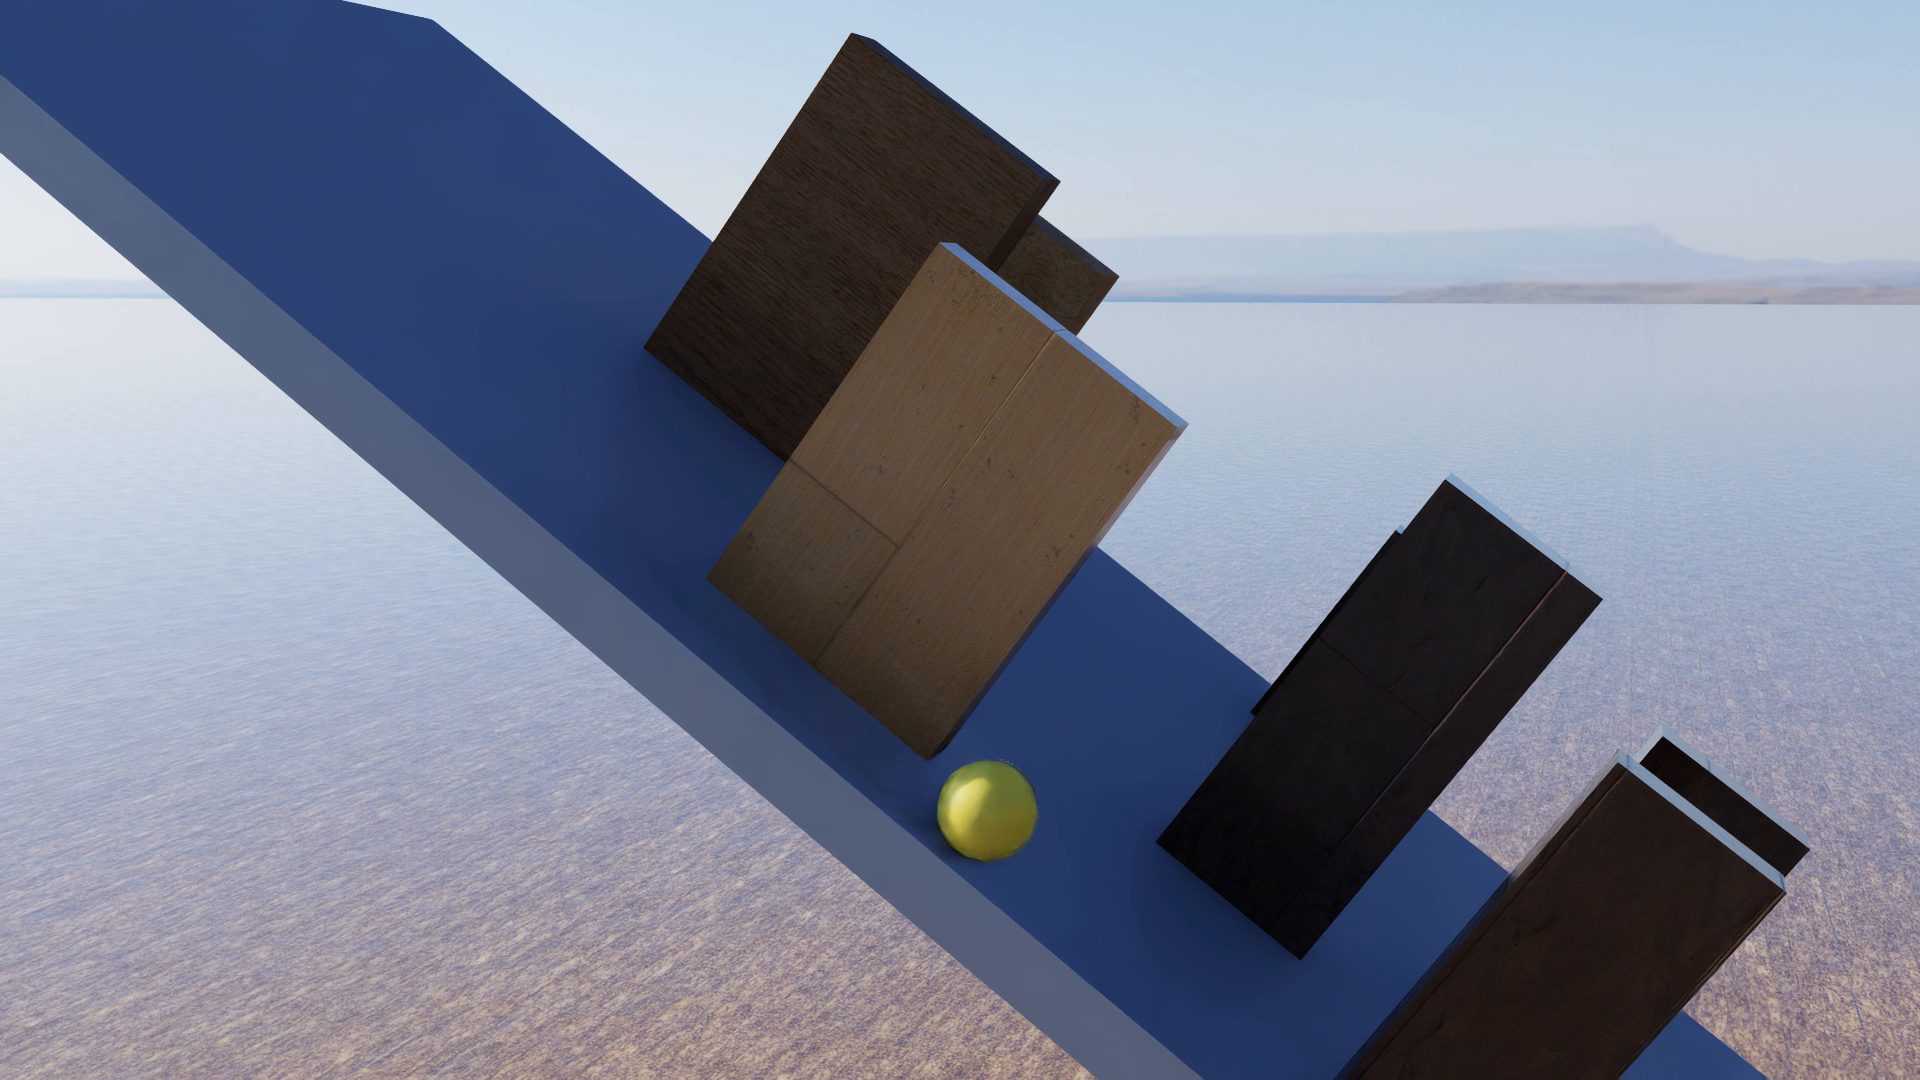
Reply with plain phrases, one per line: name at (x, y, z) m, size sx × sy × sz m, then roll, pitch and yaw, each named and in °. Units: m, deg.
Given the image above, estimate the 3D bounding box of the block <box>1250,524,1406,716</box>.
block at (0.865, 0.246, 4.574) m, size 0.264 × 0.492 × 0.098 m, roll 39°, pitch 16°, yaw 9°

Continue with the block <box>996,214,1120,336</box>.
block at (0.018, -0.396, 4.485) m, size 0.311 × 0.579 × 0.143 m, roll 39°, pitch 16°, yaw 9°

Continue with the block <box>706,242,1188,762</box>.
block at (-0.028, -0.055, 3.300) m, size 0.444 × 0.635 × 0.084 m, roll 39°, pitch 16°, yaw 9°

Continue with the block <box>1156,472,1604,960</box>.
block at (0.670, 0.287, 3.547) m, size 0.300 × 0.761 × 0.119 m, roll 39°, pitch 16°, yaw 9°

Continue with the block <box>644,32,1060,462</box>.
block at (-0.207, -0.510, 4.093) m, size 0.447 × 0.711 × 0.127 m, roll 39°, pitch 16°, yaw 9°

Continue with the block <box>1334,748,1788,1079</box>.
block at (0.808, 0.630, 3.038) m, size 0.271 × 0.657 × 0.092 m, roll 39°, pitch 16°, yaw 9°

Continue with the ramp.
ramp at (-0.063, 0.125, 4.069) m, size 4.000 × 0.100 × 2.000 m, roll 39°, pitch 16°, yaw 9°

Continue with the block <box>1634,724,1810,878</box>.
block at (1.096, 0.642, 3.689) m, size 0.288 × 0.616 × 0.103 m, roll 39°, pitch 16°, yaw 9°

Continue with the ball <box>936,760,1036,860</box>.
ball at (0.038, 0.380, 3.095) m, size 0.141 × 0.141 × 0.141 m, roll 0°, pitch 7°, yaw 0°
